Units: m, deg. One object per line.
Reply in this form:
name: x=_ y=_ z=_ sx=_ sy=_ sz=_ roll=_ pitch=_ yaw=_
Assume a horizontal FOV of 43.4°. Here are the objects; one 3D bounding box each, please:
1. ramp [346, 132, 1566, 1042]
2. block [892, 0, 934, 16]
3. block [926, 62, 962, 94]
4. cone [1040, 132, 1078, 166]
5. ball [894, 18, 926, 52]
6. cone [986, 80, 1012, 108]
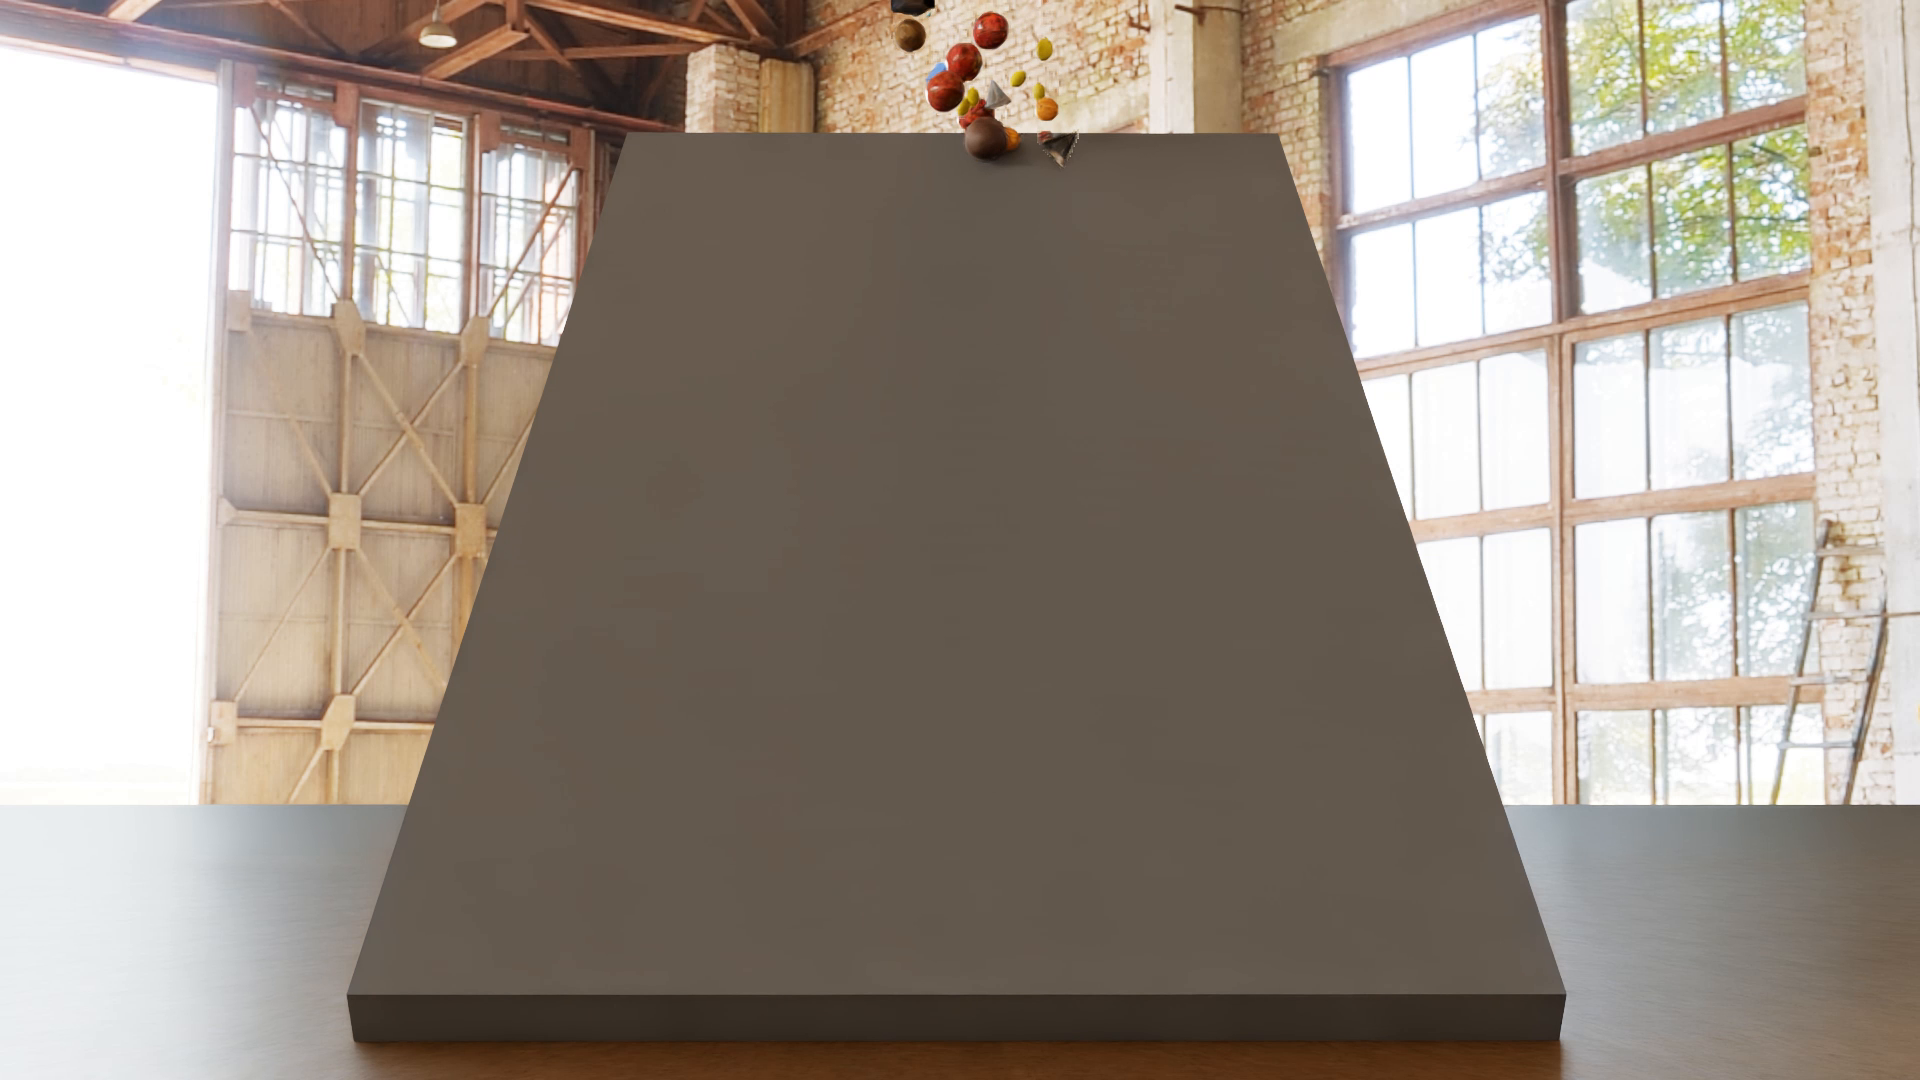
ramp: x=-0.013 y=-0.210 z=5.716 sx=2.000 sy=0.100 sz=4.000 roll=0 pitch=30 yaw=0
block: x=-0.143 y=-1.655 z=7.326 sx=0.096 sy=0.096 sz=0.096 roll=3 pitch=-6 yaw=-33
block: x=-0.048 y=-1.382 z=7.232 sx=0.066 sy=0.066 sz=0.066 roll=44 pitch=-18 yaw=-28
cone: x=0.305 y=-1.158 z=7.037 sx=0.100 sy=0.100 sz=0.100 roll=-40 pitch=-16 yaw=10
ball: x=-0.153 y=-1.543 z=7.383 sx=0.100 sy=0.100 sz=0.100 roll=0 pitch=-6 yaw=0
cone: x=0.106 y=-1.355 z=7.290 sx=0.084 sy=0.084 sz=0.084 roll=-14 pitch=-1 yaw=0
